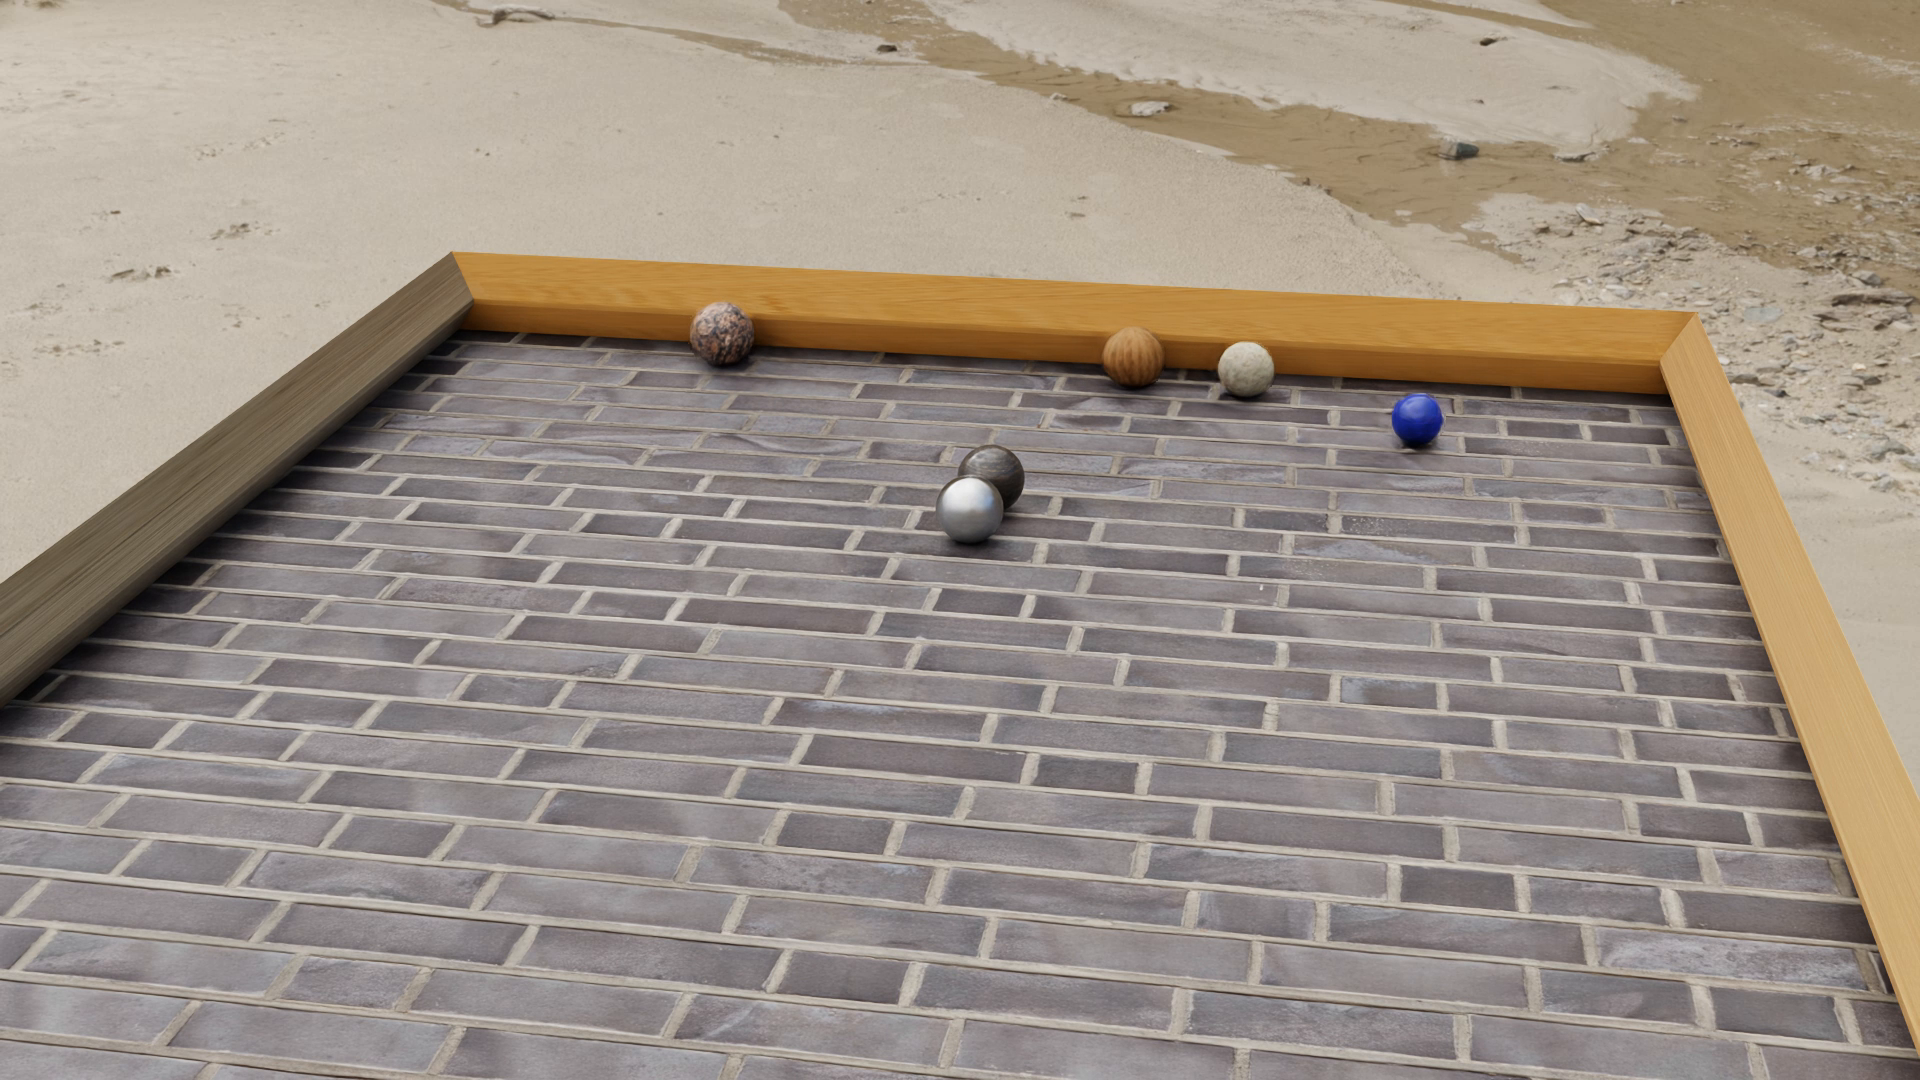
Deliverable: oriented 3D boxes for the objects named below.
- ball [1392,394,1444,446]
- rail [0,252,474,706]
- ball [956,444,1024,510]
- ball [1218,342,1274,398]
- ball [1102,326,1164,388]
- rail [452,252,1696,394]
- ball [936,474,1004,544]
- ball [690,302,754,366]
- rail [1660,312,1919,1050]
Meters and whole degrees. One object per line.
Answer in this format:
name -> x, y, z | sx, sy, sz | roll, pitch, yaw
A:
ball -> 0.549, -0.145, 2.640 | 0.062, 0.062, 0.062 | 0, 24, 0
rail -> -0.905, 0.203, 1.781 | 0.045, 0.110, 2.774 | 4, 24, 9
ball -> 0.034, -0.068, 2.448 | 0.076, 0.076, 0.076 | 0, 24, 0
ball -> 0.363, -0.216, 2.792 | 0.071, 0.071, 0.071 | 0, 24, 0
ball -> 0.222, -0.235, 2.826 | 0.079, 0.079, 0.079 | 0, 24, 0
rail -> 0.111, -0.282, 2.892 | 1.650, 0.110, 0.045 | 4, 24, 9
ball -> 0.010, -0.033, 2.370 | 0.074, 0.074, 0.074 | 0, 24, 0
ball -> -0.315, -0.272, 2.904 | 0.084, 0.084, 0.084 | 0, 24, 0
rail -> 0.675, 0.309, 1.538 | 0.045, 0.110, 2.774 | 4, 24, 9
